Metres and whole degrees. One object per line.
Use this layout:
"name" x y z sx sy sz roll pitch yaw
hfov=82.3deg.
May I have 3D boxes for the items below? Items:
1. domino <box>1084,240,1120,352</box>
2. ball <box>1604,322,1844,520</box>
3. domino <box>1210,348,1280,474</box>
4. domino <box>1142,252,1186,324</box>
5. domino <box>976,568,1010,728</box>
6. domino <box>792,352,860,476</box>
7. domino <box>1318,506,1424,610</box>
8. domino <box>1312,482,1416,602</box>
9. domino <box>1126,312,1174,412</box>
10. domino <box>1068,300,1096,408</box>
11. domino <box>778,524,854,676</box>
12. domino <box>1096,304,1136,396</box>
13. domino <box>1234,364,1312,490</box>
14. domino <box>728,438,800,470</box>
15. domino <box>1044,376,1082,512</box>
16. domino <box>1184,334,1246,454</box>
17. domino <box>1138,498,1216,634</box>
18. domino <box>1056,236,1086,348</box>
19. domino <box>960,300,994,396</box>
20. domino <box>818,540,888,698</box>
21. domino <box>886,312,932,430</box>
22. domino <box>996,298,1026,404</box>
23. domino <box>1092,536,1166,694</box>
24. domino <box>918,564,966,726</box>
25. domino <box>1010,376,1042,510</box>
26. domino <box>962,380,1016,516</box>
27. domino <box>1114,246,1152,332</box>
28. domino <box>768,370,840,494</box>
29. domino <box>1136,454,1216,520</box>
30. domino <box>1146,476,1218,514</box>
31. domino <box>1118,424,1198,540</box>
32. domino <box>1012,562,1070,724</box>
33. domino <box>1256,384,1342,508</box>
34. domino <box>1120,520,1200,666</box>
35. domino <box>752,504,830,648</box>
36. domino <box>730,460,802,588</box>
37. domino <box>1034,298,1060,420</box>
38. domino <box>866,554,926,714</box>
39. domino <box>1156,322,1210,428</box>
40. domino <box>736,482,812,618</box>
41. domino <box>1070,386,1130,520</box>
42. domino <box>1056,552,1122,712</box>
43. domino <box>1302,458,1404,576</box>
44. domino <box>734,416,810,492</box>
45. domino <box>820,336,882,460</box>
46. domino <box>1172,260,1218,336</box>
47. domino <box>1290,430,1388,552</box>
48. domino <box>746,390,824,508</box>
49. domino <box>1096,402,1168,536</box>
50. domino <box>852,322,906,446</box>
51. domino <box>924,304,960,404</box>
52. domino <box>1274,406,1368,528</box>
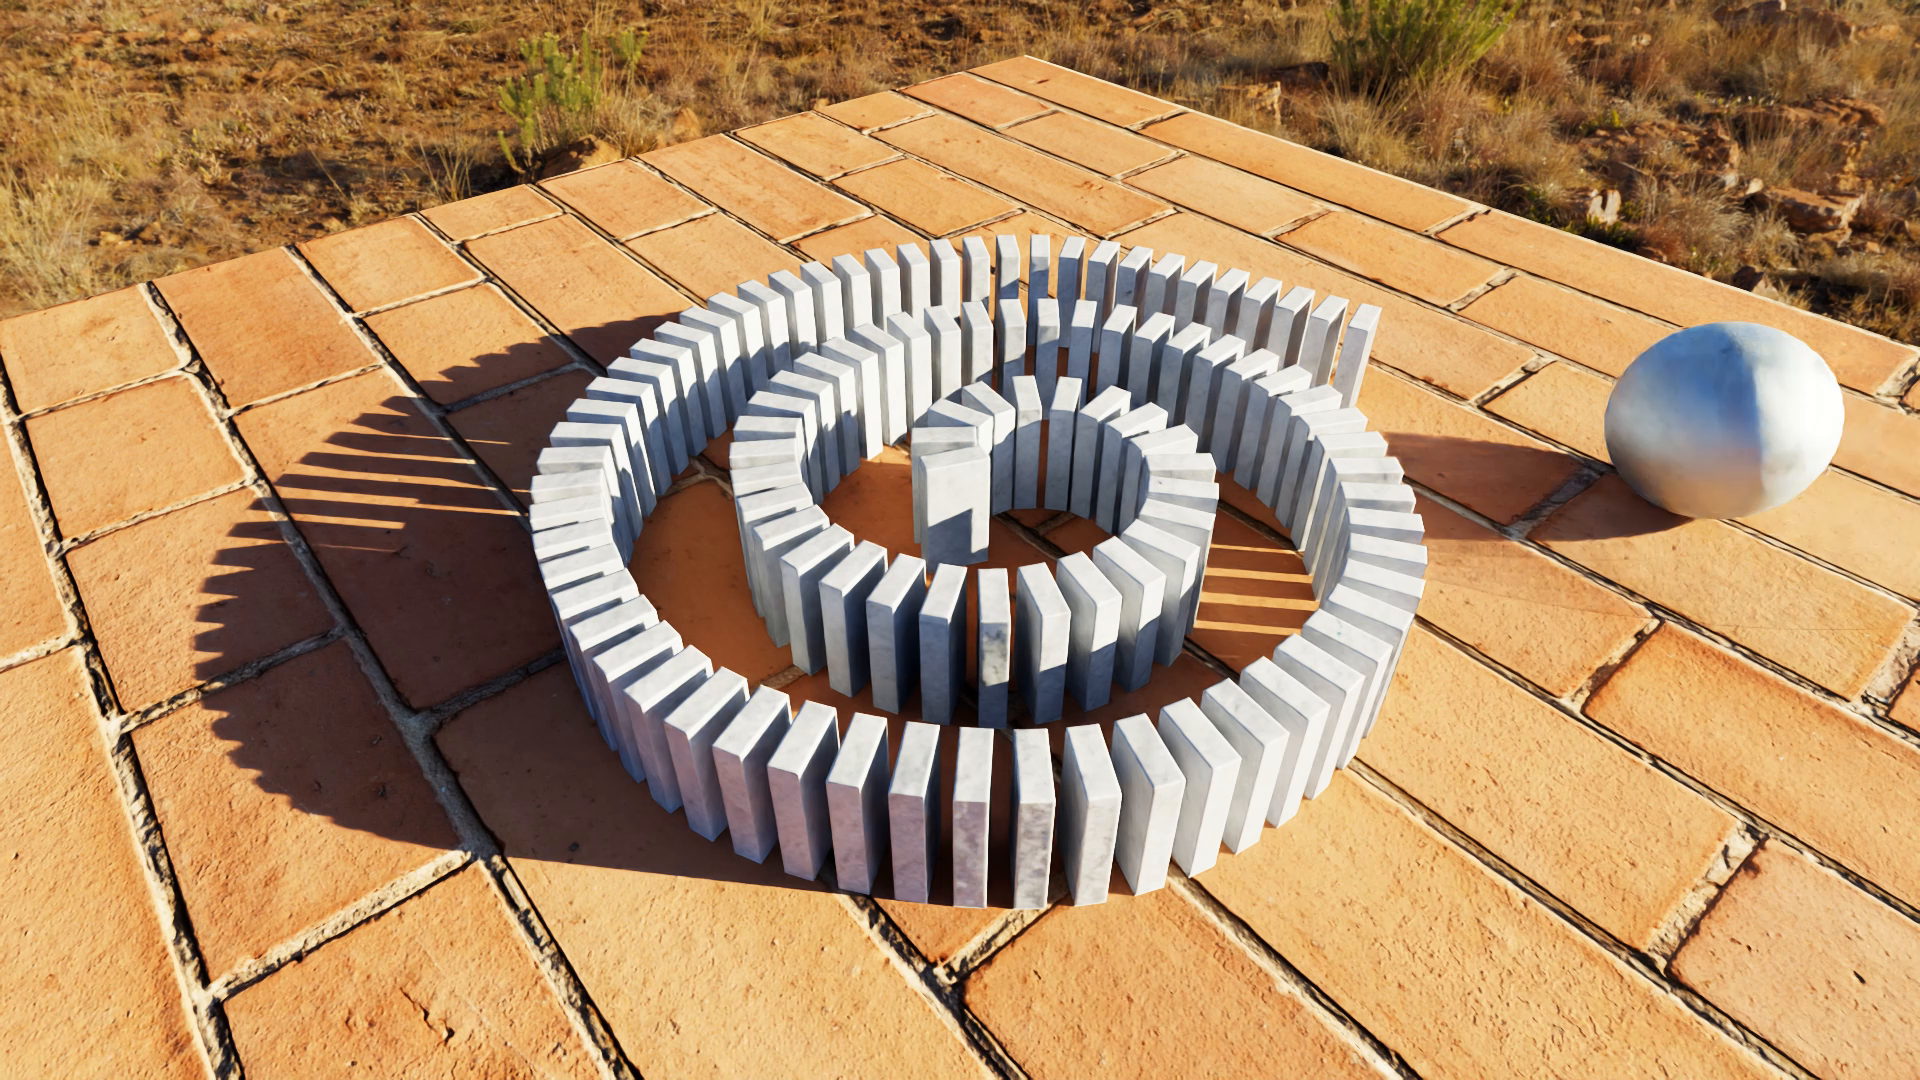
"domino" 0.072 -0.124 0.563 0.010 0.050 0.025 14 41 17
"ball" 0.308 -0.048 0.446 0.080 0.080 0.080 0 39 0
"domino" 0.123 -0.056 0.480 0.025 0.050 0.010 -28 47 -30
"domino" 0.101 -0.115 0.552 0.010 0.050 0.025 20 43 23
"domino" 0.011 0.037 0.367 0.009 0.050 0.025 -1 39 -1
"domino" -0.058 -0.054 0.478 0.025 0.050 0.009 23 44 25
"domino" 0.147 0.012 0.397 0.025 0.050 0.010 7 40 8
"domino" 0.149 0.002 0.409 0.025 0.050 0.009 3 39 4
"domino" 0.086 -0.076 0.504 0.009 0.050 0.025 21 44 23
"domino" 0.056 -0.083 0.513 0.009 0.050 0.025 6 40 8
"domino" -0.048 0.021 0.385 0.009 0.050 0.025 30 48 31
"domino" 0.072 -0.080 0.510 0.009 0.050 0.025 14 41 17
"domino" 0.133 -0.048 0.470 0.025 0.050 0.009 -23 44 -25
"domino" -0.074 -0.016 0.430 0.025 0.050 0.010 -4 40 -5
"domino" 0.043 -0.040 0.460 0.010 0.050 0.025 7 40 9
"domino" 0.112 -0.063 0.489 0.009 0.050 0.025 31 48 32
"domino" 0.076 0.010 0.399 0.025 0.050 0.009 14 41 17
"domino" 0.056 -0.128 0.567 0.010 0.050 0.025 9 40 11
"domino" 0.008 -0.082 0.512 0.010 0.050 0.025 -7 40 -9
"domino" -0.035 0.027 0.378 0.009 0.050 0.025 21 44 24
"domino" -0.023 -0.076 0.504 0.010 0.050 0.025 -19 43 -22
"domino" 0.024 -0.084 0.514 0.009 0.050 0.025 -3 39 -4
"domino" 0.056 0.026 0.379 0.009 0.050 0.025 -24 45 -27
"domino" -0.005 0.035 0.368 0.009 0.050 0.025 9 40 11
"domino" 0.027 -0.041 0.461 0.009 0.050 0.025 -3 39 -3
"domino" 0.011 -0.038 0.458 0.009 0.050 0.025 -21 44 -24
"domino" 0.087 -0.120 0.558 0.009 0.050 0.025 18 42 20
"domino" -0.066 -0.045 0.467 0.025 0.050 0.009 17 42 20
"domino" 0.082 -0.010 0.423 0.025 0.050 0.009 -1 39 -2
"domino" 0.080 0.000 0.411 0.025 0.050 0.009 7 40 8
"domino" 0.078 -0.020 0.436 0.025 0.050 0.009 -16 42 -19
"domino" 0.027 0.035 0.369 0.009 0.050 0.025 -10 40 -12
"domino" 0.141 -0.039 0.459 0.025 0.050 0.009 -16 42 -18
"domino" 0.068 0.019 0.388 0.025 0.050 0.009 26 46 28
"domino" -0.059 0.013 0.395 0.025 0.050 0.009 -22 44 -24
"domino" -0.071 -0.005 0.418 0.025 0.050 0.010 -10 40 -11
"domino" 0.040 -0.084 0.514 0.009 0.050 0.025 1 39 1
"domino" -0.021 0.032 0.372 0.009 0.050 0.025 15 42 17
"domino" 0.100 -0.070 0.497 0.009 0.050 0.025 26 46 28
"domino" -0.066 0.004 0.406 0.025 0.050 0.010 -15 42 -17
"domino" 0.058 -0.036 0.455 0.010 0.050 0.025 26 46 28
"domino" 0.042 0.031 0.373 0.009 0.050 0.025 -17 42 -20
"domino" 0.150 -0.008 0.422 0.025 0.050 0.010 -1 39 -1
"domino" -0.075 -0.026 0.443 0.025 0.050 0.010 2 39 3
"domino" -0.048 -0.063 0.488 0.025 0.050 0.010 29 47 30
"domino" 0.115 -0.110 0.546 0.009 0.050 0.025 22 44 24
"domino" 0.149 -0.019 0.434 0.025 0.050 0.009 -4 40 -5
"domino" -0.072 -0.036 0.455 0.025 0.050 0.009 11 41 13
"domino" 0.069 -0.029 0.446 0.025 0.050 0.009 -26 46 -29
"domino" -0.036 -0.070 0.497 0.009 0.050 0.025 -29 47 -30
"domino" -0.008 -0.080 0.509 0.010 0.050 0.025 -12 41 -14
"domino" 0.146 -0.029 0.447 0.025 0.050 0.010 -9 40 -11
